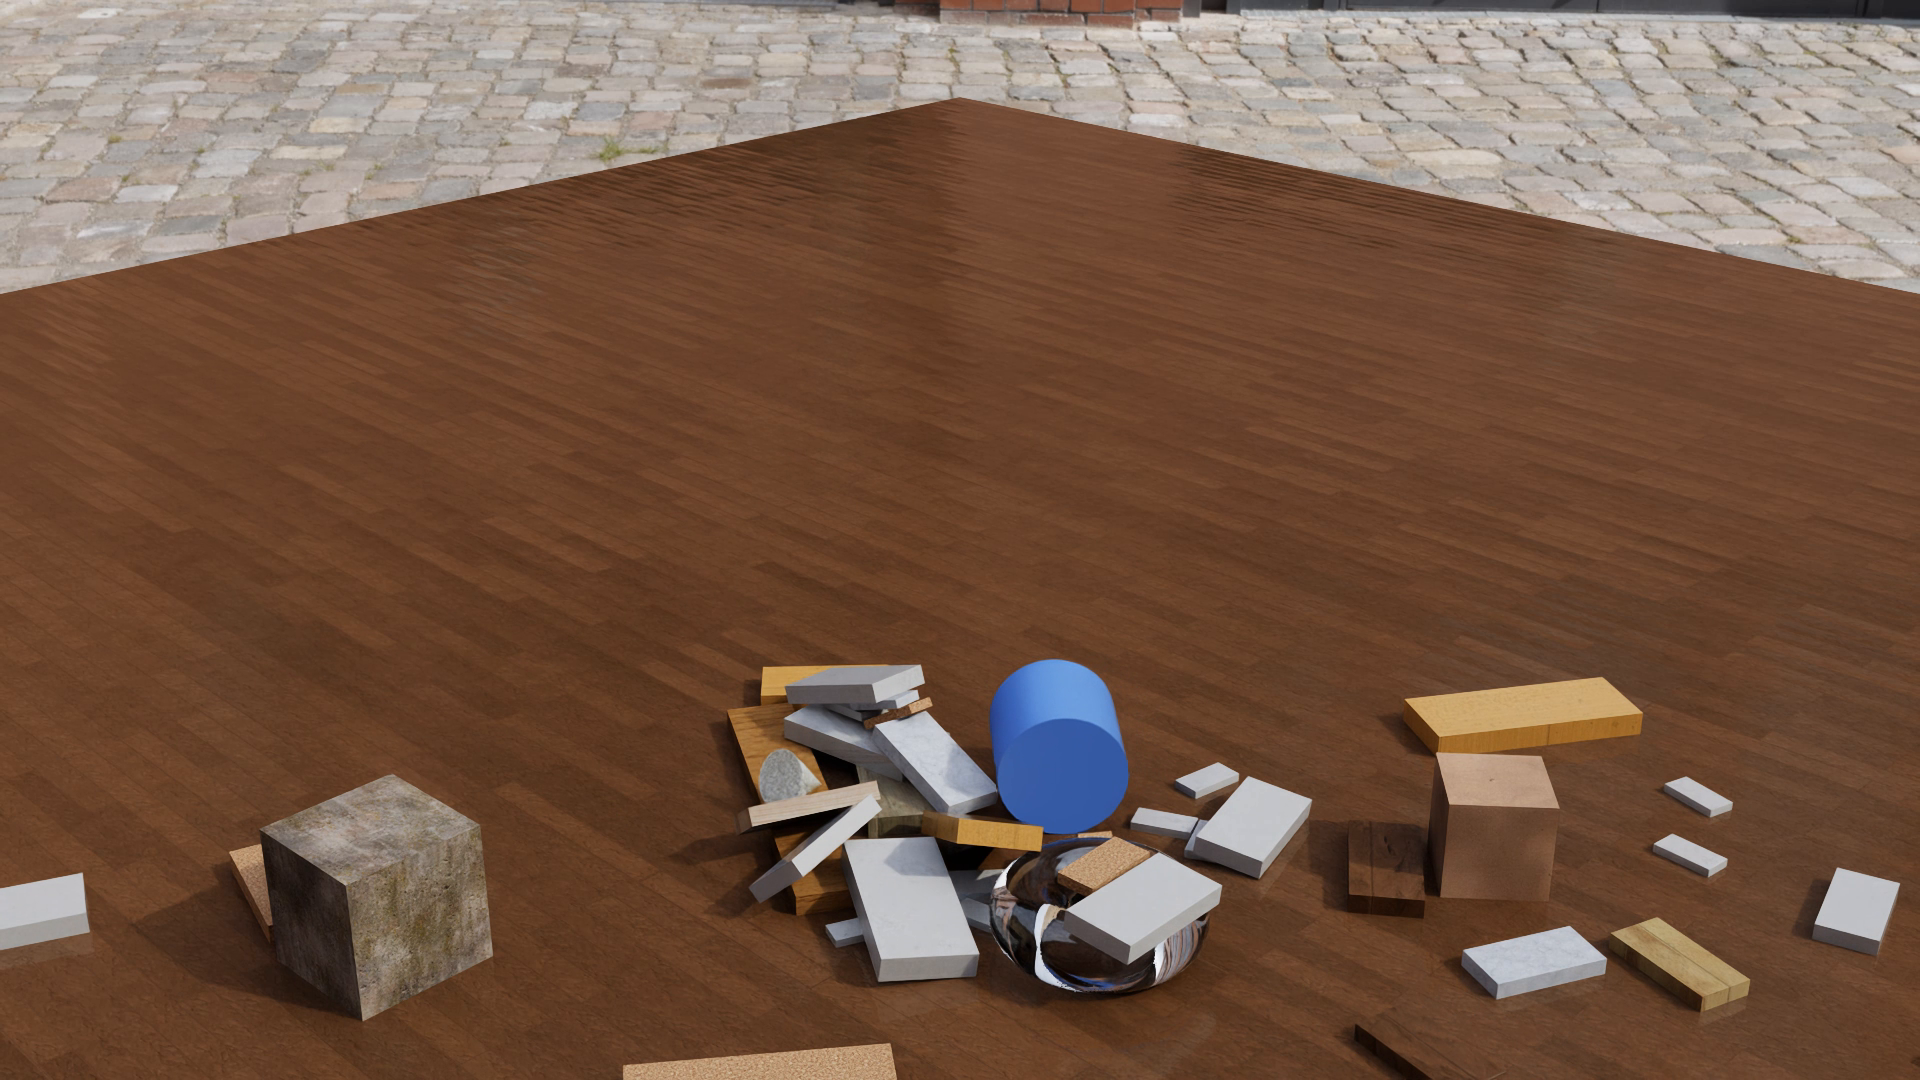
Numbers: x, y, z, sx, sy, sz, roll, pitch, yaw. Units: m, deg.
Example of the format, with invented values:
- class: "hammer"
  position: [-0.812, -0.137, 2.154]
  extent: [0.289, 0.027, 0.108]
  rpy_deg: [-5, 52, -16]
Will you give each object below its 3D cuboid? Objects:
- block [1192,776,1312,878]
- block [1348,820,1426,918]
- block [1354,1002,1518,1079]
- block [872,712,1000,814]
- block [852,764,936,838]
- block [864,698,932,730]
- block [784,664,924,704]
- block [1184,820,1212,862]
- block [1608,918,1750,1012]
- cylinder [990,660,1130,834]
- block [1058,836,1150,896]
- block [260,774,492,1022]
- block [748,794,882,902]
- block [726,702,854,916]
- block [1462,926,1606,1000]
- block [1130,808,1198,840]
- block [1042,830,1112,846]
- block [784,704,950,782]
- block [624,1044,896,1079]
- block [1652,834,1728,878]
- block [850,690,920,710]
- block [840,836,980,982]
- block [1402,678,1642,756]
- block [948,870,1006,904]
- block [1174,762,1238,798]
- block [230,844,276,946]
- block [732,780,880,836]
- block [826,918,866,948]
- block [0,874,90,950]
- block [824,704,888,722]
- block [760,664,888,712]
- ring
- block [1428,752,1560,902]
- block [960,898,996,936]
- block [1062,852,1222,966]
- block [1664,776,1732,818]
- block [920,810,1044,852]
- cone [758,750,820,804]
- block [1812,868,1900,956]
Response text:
- class: "block"
  position: [0.580, 0.566, 4.349]
  extent: [0.139, 0.040, 0.279]
  rpy_deg: [19, 28, 22]
- class: "block"
  position: [0.817, 0.630, 4.226]
  extent: [0.140, 0.040, 0.279]
  rpy_deg: [4, 23, 8]
- class: "block"
  position: [0.855, 0.905, 3.585]
  extent: [0.117, 0.033, 0.491]
  rpy_deg: [-14, 27, -30]
- class: "block"
  position: [-0.050, 0.454, 4.455]
  extent: [0.131, 0.037, 0.262]
  rpy_deg: [-13, 42, -37]
- class: "block"
  position: [-0.127, 0.505, 4.513]
  extent: [0.160, 0.045, 0.320]
  rpy_deg: [-3, 23, -8]
- class: "block"
  position: [-0.129, 0.360, 4.557]
  extent: [0.136, 0.019, 0.068]
  rpy_deg: [-23, -4, 40]
- class: "block"
  position: [-0.225, 0.306, 4.656]
  extent: [0.283, 0.040, 0.142]
  rpy_deg: [-5, 10, 46]
- class: "block"
  position: [0.488, 0.594, 4.339]
  extent: [0.062, 0.017, 0.123]
  rpy_deg: [8, 24, 18]
- class: "block"
  position: [1.285, 0.758, 3.934]
  extent: [0.113, 0.032, 0.226]
  rpy_deg: [-12, 26, -25]
- class: "cylinder"
  position: [0.197, 0.416, 4.448]
  extent: [0.260, 0.260, 0.260]
  rpy_deg: [-1, 23, -2]
- class: "block"
  position: [0.261, 0.594, 3.988]
  extent: [0.081, 0.023, 0.163]
  rpy_deg: [20, 32, 39]
- class: "block"
  position: [-1.039, 0.631, 3.925]
  extent: [0.273, 0.273, 0.273]
  rpy_deg: [20, 30, 39]
- class: "block"
  position: [-0.271, 0.580, 4.145]
  extent: [0.131, 0.037, 0.278]
  rpy_deg: [-35, 0, 36]
- class: "block"
  position: [-0.338, 0.528, 4.464]
  extent: [0.142, 0.040, 0.781]
  rpy_deg: [-6, 24, -14]
- class: "block"
  position: [1.028, 0.756, 3.939]
  extent: [0.226, 0.032, 0.113]
  rpy_deg: [-8, 24, -19]
- class: "block"
  position: [0.409, 0.568, 4.400]
  extent: [0.123, 0.017, 0.062]
  rpy_deg: [8, 24, 18]
- class: "block"
  position: [0.210, 0.586, 4.216]
  extent: [0.081, 0.023, 0.163]
  rpy_deg: [1, -16, -36]
- class: "block"
  position: [-0.197, 0.410, 4.620]
  extent: [0.319, 0.045, 0.160]
  rpy_deg: [17, 28, 34]
- class: "block"
  position: [-0.325, 0.900, 3.584]
  extent: [0.442, 0.042, 0.149]
  rpy_deg: [-3, 23, -7]
- class: "block"
  position: [1.424, 0.615, 4.289]
  extent: [0.062, 0.018, 0.124]
  rpy_deg: [-18, 29, -36]
- class: "block"
  position: [-0.158, 0.333, 4.572]
  extent: [0.136, 0.019, 0.068]
  rpy_deg: [-6, 10, 42]
- class: "block"
  position: [-0.097, 0.673, 4.043]
  extent: [0.179, 0.051, 0.358]
  rpy_deg: [0, 28, -15]
- class: "block"
  position: [1.224, 0.384, 4.790]
  extent: [0.474, 0.051, 0.179]
  rpy_deg: [-5, 24, -12]
- class: "block"
  position: [0.018, 0.659, 4.178]
  extent: [0.163, 0.023, 0.081]
  rpy_deg: [-1, 23, -3]
- class: "block"
  position: [0.512, 0.499, 4.563]
  extent: [0.123, 0.017, 0.062]
  rpy_deg: [-17, 28, -34]
- class: "block"
  position: [-1.268, 0.656, 4.160]
  extent: [0.149, 0.042, 0.299]
  rpy_deg: [-13, 26, -27]
- class: "block"
  position: [-0.299, 0.523, 4.287]
  extent: [0.262, 0.037, 0.131]
  rpy_deg: [-10, -12, -22]
- class: "block"
  position: [-0.186, 0.718, 4.049]
  extent: [0.112, 0.016, 0.056]
  rpy_deg: [-10, 25, -21]
- class: "block"
  position: [-1.772, 0.699, 4.058]
  extent: [0.299, 0.042, 0.149]
  rpy_deg: [-9, 25, -21]
- class: "block"
  position: [-0.222, 0.350, 4.654]
  extent: [0.068, 0.019, 0.136]
  rpy_deg: [-18, 20, -36]
- class: "block"
  position: [-0.301, 0.331, 4.928]
  extent: [0.283, 0.040, 0.142]
  rpy_deg: [-1, 23, -2]
- class: "ring"
  position: [0.253, 0.677, 3.993]
  extent: [0.403, 0.134, 0.403]
  rpy_deg: [1, 24, 0]
- class: "block"
  position: [1.018, 0.548, 4.212]
  extent: [0.202, 0.202, 0.202]
  rpy_deg: [2, 23, 4]
- class: "block"
  position: [0.043, 0.701, 4.089]
  extent: [0.112, 0.016, 0.056]
  rpy_deg: [15, 27, 32]
- class: "block"
  position: [0.323, 0.644, 3.862]
  extent: [0.139, 0.040, 0.279]
  rpy_deg: [24, 30, 34]
- class: "block"
  position: [1.510, 0.525, 4.500]
  extent: [0.062, 0.018, 0.124]
  rpy_deg: [-13, 26, -27]
- class: "block"
  position: [0.038, 0.552, 4.186]
  extent: [0.160, 0.045, 0.319]
  rpy_deg: [7, -6, -12]
- class: "cone"
  position: [-0.320, 0.488, 4.438]
  extent: [0.121, 0.121, 0.121]
  rpy_deg: [22, 5, 41]
- class: "block"
  position: [1.669, 0.690, 4.094]
  extent: [0.113, 0.032, 0.226]
  rpy_deg: [13, 26, 28]
